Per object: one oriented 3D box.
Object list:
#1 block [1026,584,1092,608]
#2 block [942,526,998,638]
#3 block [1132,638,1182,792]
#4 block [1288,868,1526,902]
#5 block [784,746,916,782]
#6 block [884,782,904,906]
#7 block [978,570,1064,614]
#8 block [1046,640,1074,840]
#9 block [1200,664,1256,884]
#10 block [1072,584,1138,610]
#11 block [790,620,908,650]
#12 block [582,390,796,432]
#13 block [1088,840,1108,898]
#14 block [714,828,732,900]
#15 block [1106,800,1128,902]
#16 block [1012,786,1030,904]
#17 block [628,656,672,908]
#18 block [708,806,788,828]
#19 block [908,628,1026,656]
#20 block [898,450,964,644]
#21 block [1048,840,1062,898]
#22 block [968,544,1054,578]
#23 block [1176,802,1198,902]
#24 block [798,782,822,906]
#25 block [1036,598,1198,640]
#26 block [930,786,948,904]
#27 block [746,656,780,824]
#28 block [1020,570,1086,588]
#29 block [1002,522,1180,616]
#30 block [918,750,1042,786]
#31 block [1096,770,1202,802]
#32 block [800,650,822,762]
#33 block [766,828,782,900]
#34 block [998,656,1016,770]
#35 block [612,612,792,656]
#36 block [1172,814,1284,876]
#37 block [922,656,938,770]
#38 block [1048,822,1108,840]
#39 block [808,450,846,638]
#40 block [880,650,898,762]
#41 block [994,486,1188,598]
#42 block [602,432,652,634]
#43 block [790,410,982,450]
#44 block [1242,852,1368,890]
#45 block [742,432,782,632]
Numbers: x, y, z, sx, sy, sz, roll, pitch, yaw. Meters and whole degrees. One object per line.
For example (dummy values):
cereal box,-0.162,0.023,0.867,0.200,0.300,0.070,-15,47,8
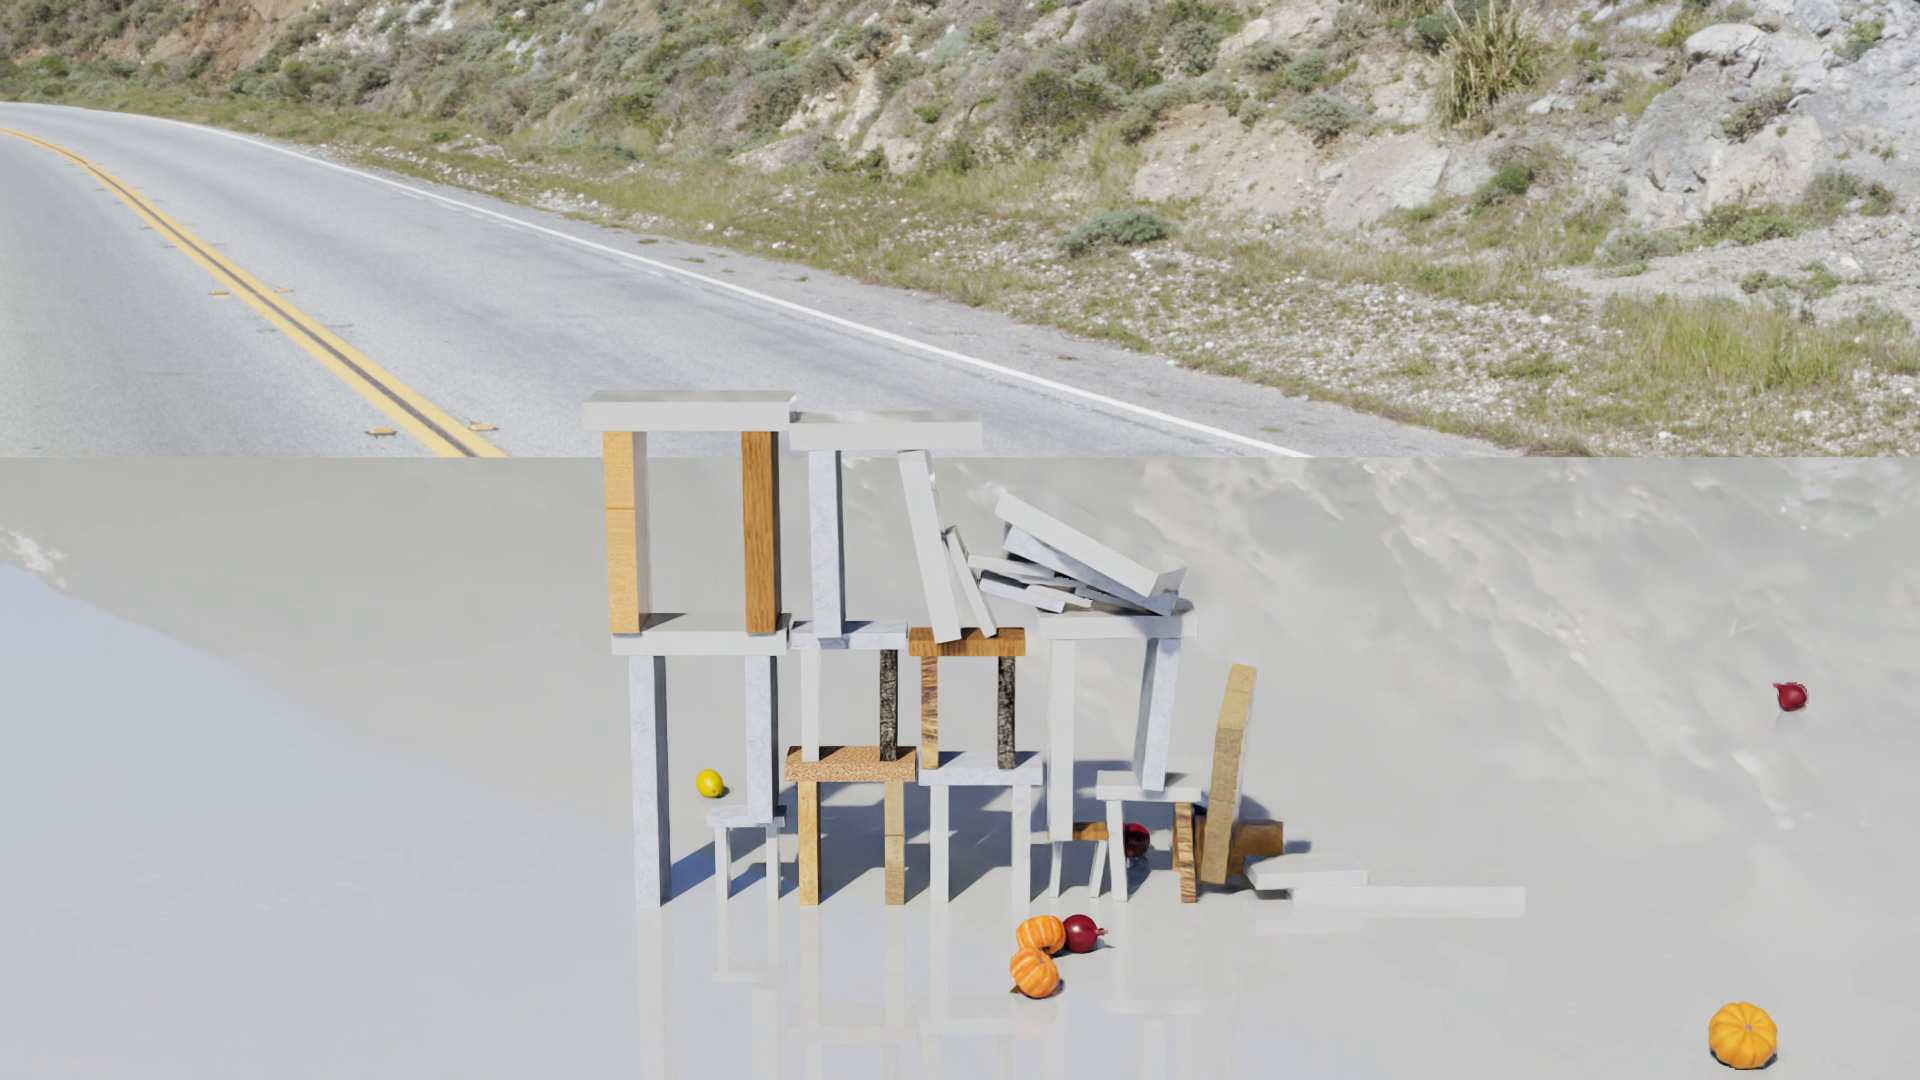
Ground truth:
block,0.160,0.083,3.569,0.106,0.015,0.053,15,14,-4
block,0.017,0.067,3.572,0.020,0.180,0.070,-22,9,6
block,0.322,0.271,3.609,0.036,0.254,0.127,5,10,-3
block,0.740,0.577,3.669,0.382,0.027,0.094,0,11,0
block,-0.179,0.368,3.623,0.211,0.030,0.106,0,11,0
block,-0.108,0.487,3.646,0.030,0.212,0.106,0,11,0
block,0.101,0.084,3.575,0.139,0.020,0.070,16,11,-1
block,0.164,0.313,3.611,0.036,0.335,0.127,0,11,-1
block,0.435,0.383,3.571,0.041,0.364,0.144,10,42,11
block,0.236,0.087,3.574,0.106,0.015,0.053,14,14,-8
block,-0.180,0.155,3.590,0.187,0.027,0.094,0,11,0
block,-0.430,-0.208,3.525,0.324,0.046,0.162,0,11,0
block,0.230,0.540,3.664,0.014,0.100,0.050,9,11,-1
block,-0.394,0.528,3.657,0.018,0.126,0.063,0,11,0
block,0.262,0.504,3.658,0.024,0.171,0.085,-3,10,6
block,0.101,0.490,3.654,0.029,0.202,0.101,0,11,0
block,-0.512,0.381,3.635,0.040,0.424,0.140,0,11,0
block,-0.352,0.457,3.644,0.126,0.018,0.063,0,11,0
block,0.012,0.166,3.588,0.188,0.027,0.094,0,10,0
block,-0.047,-0.002,3.561,0.043,0.312,0.151,-11,10,3
block,0.159,0.540,3.663,0.014,0.100,0.050,4,11,-1
block,0.082,0.033,3.548,0.140,0.020,0.070,8,16,-2
block,0.377,0.506,3.651,0.024,0.171,0.085,-3,10,9
block,-0.249,0.487,3.645,0.030,0.212,0.106,0,11,0
block,0.254,0.128,3.583,0.254,0.036,0.127,-1,11,0
block,-0.034,0.490,3.654,0.029,0.202,0.101,0,11,0
block,-0.325,0.310,3.621,0.040,0.280,0.140,0,11,0
block,0.151,0.059,3.557,0.106,0.015,0.053,5,15,0
block,0.211,0.032,3.560,0.288,0.041,0.144,23,15,-4
block,0.033,0.377,3.634,0.202,0.029,0.101,0,11,-1
block,0.313,0.408,3.640,0.171,0.024,0.086,1,11,5
block,-0.244,0.260,3.609,0.027,0.187,0.094,0,11,-1
block,-0.310,0.528,3.657,0.018,0.126,0.063,0,11,0
block,0.076,0.272,3.606,0.027,0.188,0.094,0,11,0
block,-0.418,0.153,3.592,0.280,0.040,0.140,0,11,0
block,0.458,0.524,3.763,0.187,0.094,0.027,2,15,11
block,-0.049,0.272,3.607,0.027,0.188,0.094,0,11,0
block,0.195,0.483,3.652,0.100,0.014,0.050,0,11,1
block,-0.214,-0.006,3.556,0.043,0.302,0.151,-1,11,0
block,-0.117,0.260,3.610,0.027,0.187,0.094,0,11,0
block,0.210,0.001,3.506,0.288,0.041,0.144,29,15,20
block,-0.537,-0.026,3.558,0.046,0.324,0.162,0,11,0
block,-0.117,-0.177,3.526,0.301,0.043,0.151,-1,10,0
block,0.574,0.551,3.662,0.187,0.027,0.094,-1,11,-7
block,-0.320,-0.026,3.561,0.046,0.324,0.162,0,11,-1
